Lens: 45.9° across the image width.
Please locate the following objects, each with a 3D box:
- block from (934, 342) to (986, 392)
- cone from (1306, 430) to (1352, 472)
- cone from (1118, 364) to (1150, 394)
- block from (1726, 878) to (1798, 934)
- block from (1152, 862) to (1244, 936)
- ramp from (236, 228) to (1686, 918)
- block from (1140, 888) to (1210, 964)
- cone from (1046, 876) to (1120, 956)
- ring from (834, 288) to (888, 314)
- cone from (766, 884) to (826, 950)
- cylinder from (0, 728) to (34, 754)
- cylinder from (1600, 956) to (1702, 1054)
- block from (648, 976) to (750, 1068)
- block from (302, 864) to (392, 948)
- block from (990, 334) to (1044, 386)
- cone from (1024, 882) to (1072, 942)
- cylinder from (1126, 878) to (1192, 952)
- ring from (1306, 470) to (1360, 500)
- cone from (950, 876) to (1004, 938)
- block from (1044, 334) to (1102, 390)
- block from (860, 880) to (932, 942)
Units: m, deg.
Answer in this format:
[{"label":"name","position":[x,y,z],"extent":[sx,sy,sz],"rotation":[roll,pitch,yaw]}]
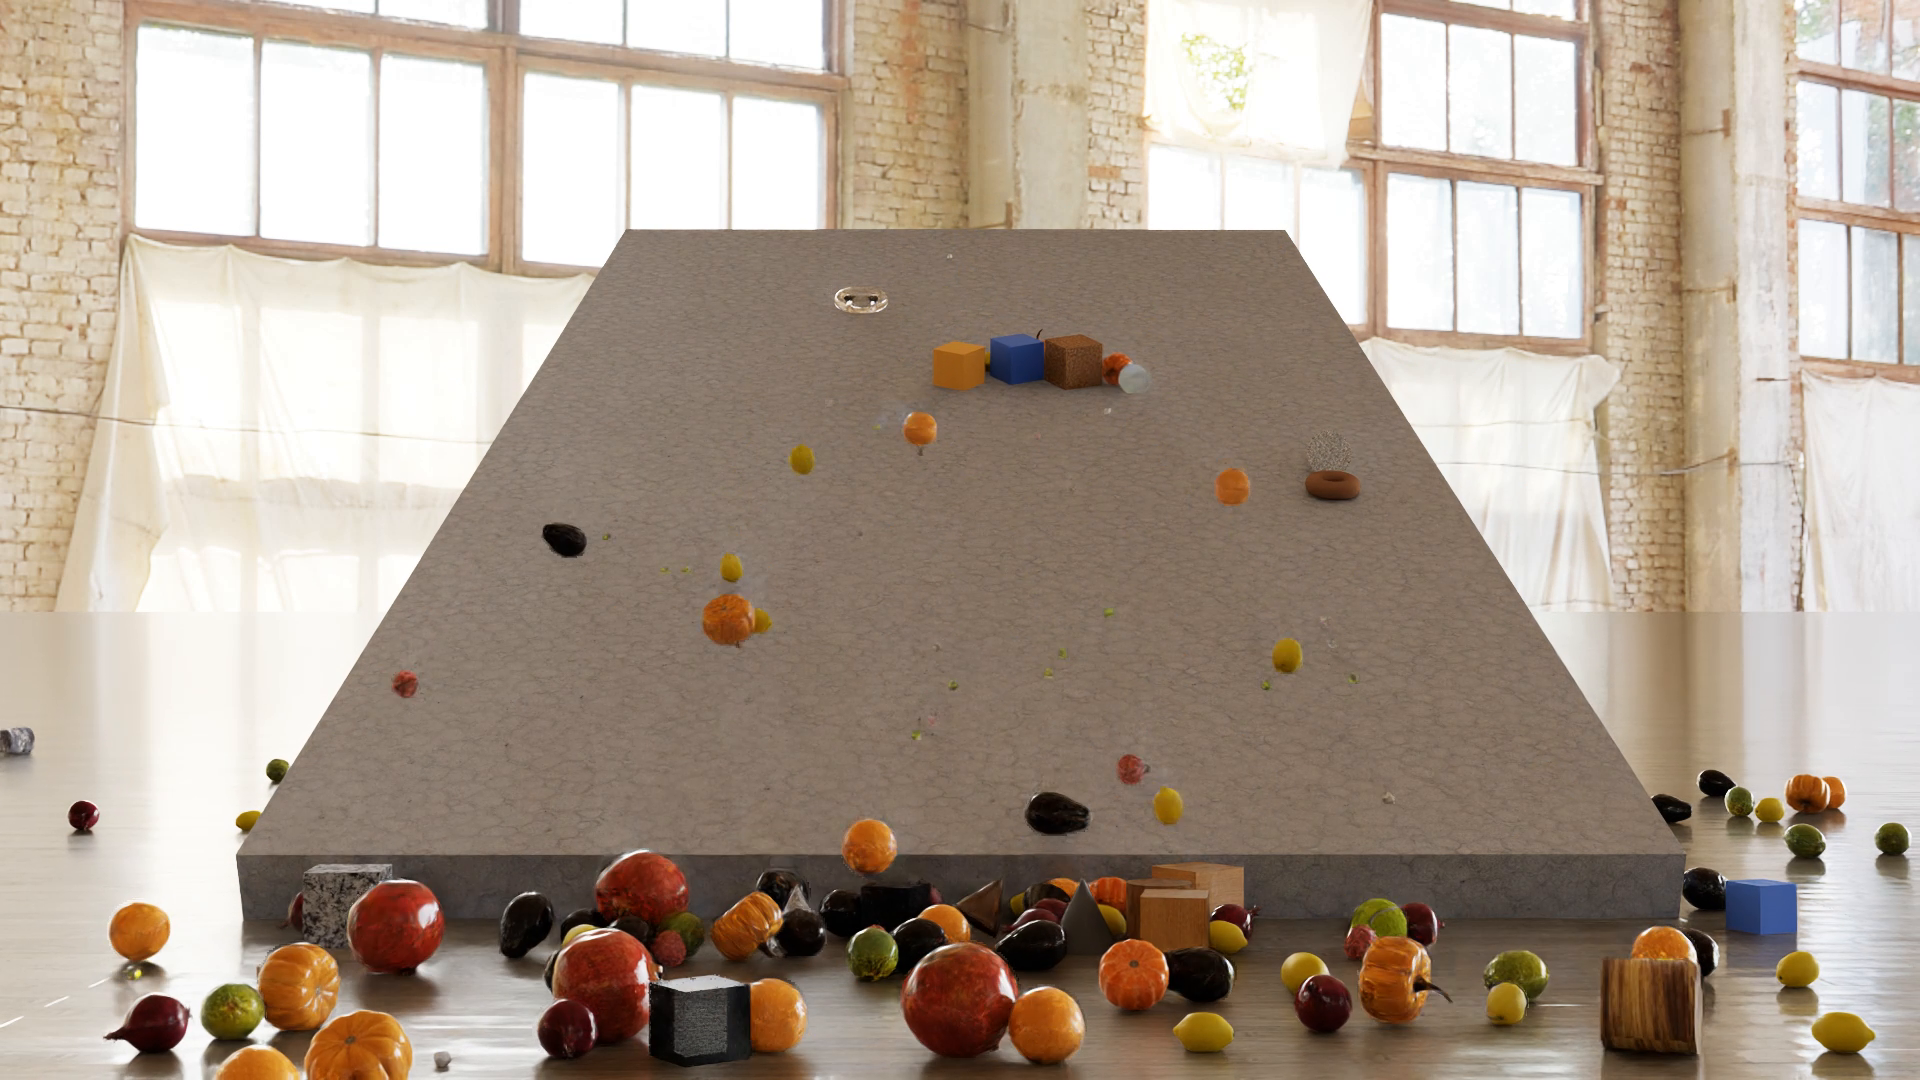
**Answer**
[{"label":"block","position":[-0.002,-0.406,5.289],"extent":[0.087,0.087,0.087],"rotation":[13,24,32]},{"label":"cone","position":[0.754,-0.173,4.721],"extent":[0.096,0.096,0.096],"rotation":[0,-7,-8]},{"label":"cone","position":[0.396,-0.366,5.262],"extent":[0.072,0.072,0.072],"rotation":[0,-7,-8]},{"label":"block","position":[1.076,0.492,3.048],"extent":[0.064,0.064,0.064],"rotation":[1,-2,-24]},{"label":"block","position":[0.318,0.480,3.033],"extent":[0.087,0.087,0.087],"rotation":[1,-2,-37]},{"label":"ramp","position":[-0.005,-0.208,5.021],"extent":[2.000,0.100,4.000],"rotation":[0,20,0]},{"label":"block","position":[0.266,0.477,2.800],"extent":[0.080,0.080,0.080],"rotation":[0,-2,9]},{"label":"cone","position":[0.156,0.472,2.873],"extent":[0.093,0.093,0.093],"rotation":[0,-2,0]},{"label":"ring","position":[-0.260,-0.630,5.957],"extent":[0.143,0.048,0.143],"rotation":[1,20,0]},{"label":"cone","position":[-0.210,0.481,2.918],"extent":[0.078,0.078,0.078],"rotation":[0,-2,0]},{"label":"cylinder","position":[-2.773,0.591,6.666],"extent":[0.073,0.073,0.073],"rotation":[-1,-2,37]},{"label":"cylinder","position":[0.679,0.456,2.227],"extent":[0.088,0.088,0.088],"rotation":[-1,-2,22]},{"label":"block","position":[-0.252,0.464,2.191],"extent":[0.071,0.071,0.071],"rotation":[1,-2,-36]},{"label":"block","position":[-0.792,0.473,2.936],"extent":[0.096,0.096,0.096],"rotation":[0,-2,-4]},{"label":"block","position":[0.134,-0.426,5.338],"extent":[0.091,0.091,0.091],"rotation":[-12,23,-29]},{"label":"cone","position":[0.102,0.504,2.966],"extent":[0.080,0.080,0.080],"rotation":[-1,25,29]},{"label":"cylinder","position":[0.253,0.477,2.885],"extent":[0.084,0.084,0.084],"rotation":[0,-2,0]},{"label":"ring","position":[0.750,-0.110,4.560],"extent":[0.111,0.037,0.111],"rotation":[1,20,0]},{"label":"cone","position":[0.038,0.471,2.979],"extent":[0.072,0.072,0.072],"rotation":[32,-15,10]},{"label":"block","position":[0.265,-0.416,5.301],"extent":[0.099,0.099,0.099],"rotation":[-10,22,-26]},{"label":"block","position":[-0.084,0.488,2.985],"extent":[0.069,0.069,0.069],"rotation":[-1,-2,25]}]
